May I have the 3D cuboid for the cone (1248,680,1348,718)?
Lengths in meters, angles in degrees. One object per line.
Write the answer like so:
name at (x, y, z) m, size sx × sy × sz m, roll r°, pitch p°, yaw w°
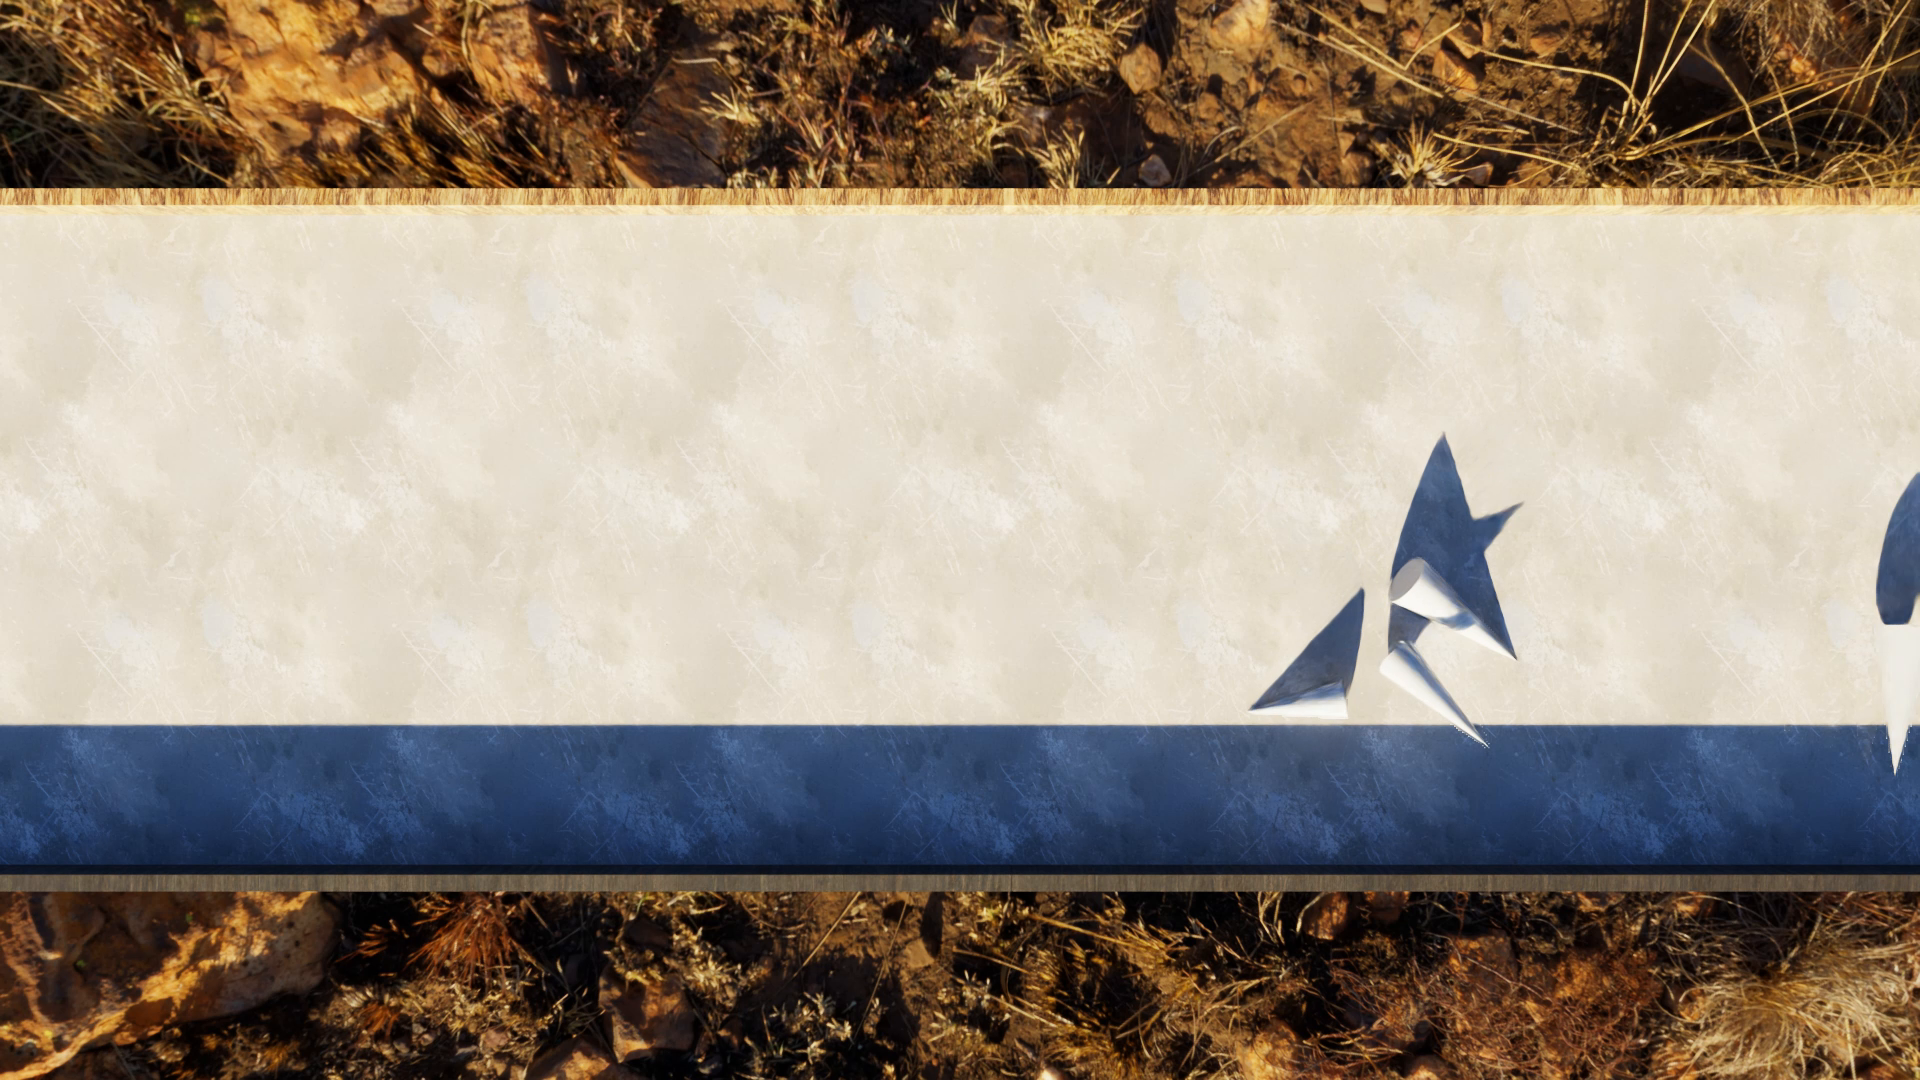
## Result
cone at (1.024, 0.505, 5.048) m, size 0.300 × 0.117 × 0.117 m, roll -9°, pitch 90°, yaw 11°

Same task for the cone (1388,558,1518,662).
cone at (1.535, 0.248, 5.037) m, size 0.457 × 0.159 × 0.159 m, roll 35°, pitch 90°, yaw -10°

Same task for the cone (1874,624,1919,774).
cone at (2.827, 0.486, 4.963) m, size 0.164 × 0.164 × 0.444 m, roll 8°, pitch 83°, yaw 0°

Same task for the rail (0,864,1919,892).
rail at (-2.247, 1.025, 5.001) m, size 12.000 × 0.150 × 0.050 m, roll 0°, pitch 90°, yaw 0°

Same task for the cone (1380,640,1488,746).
cone at (1.437, 0.480, 4.923) m, size 0.133 × 0.133 × 0.384 m, roll -41°, pitch 60°, yaw 0°

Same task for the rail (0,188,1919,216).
rail at (-2.247, -1.025, 5.002) m, size 12.000 × 0.150 × 0.050 m, roll 0°, pitch 90°, yaw 0°
